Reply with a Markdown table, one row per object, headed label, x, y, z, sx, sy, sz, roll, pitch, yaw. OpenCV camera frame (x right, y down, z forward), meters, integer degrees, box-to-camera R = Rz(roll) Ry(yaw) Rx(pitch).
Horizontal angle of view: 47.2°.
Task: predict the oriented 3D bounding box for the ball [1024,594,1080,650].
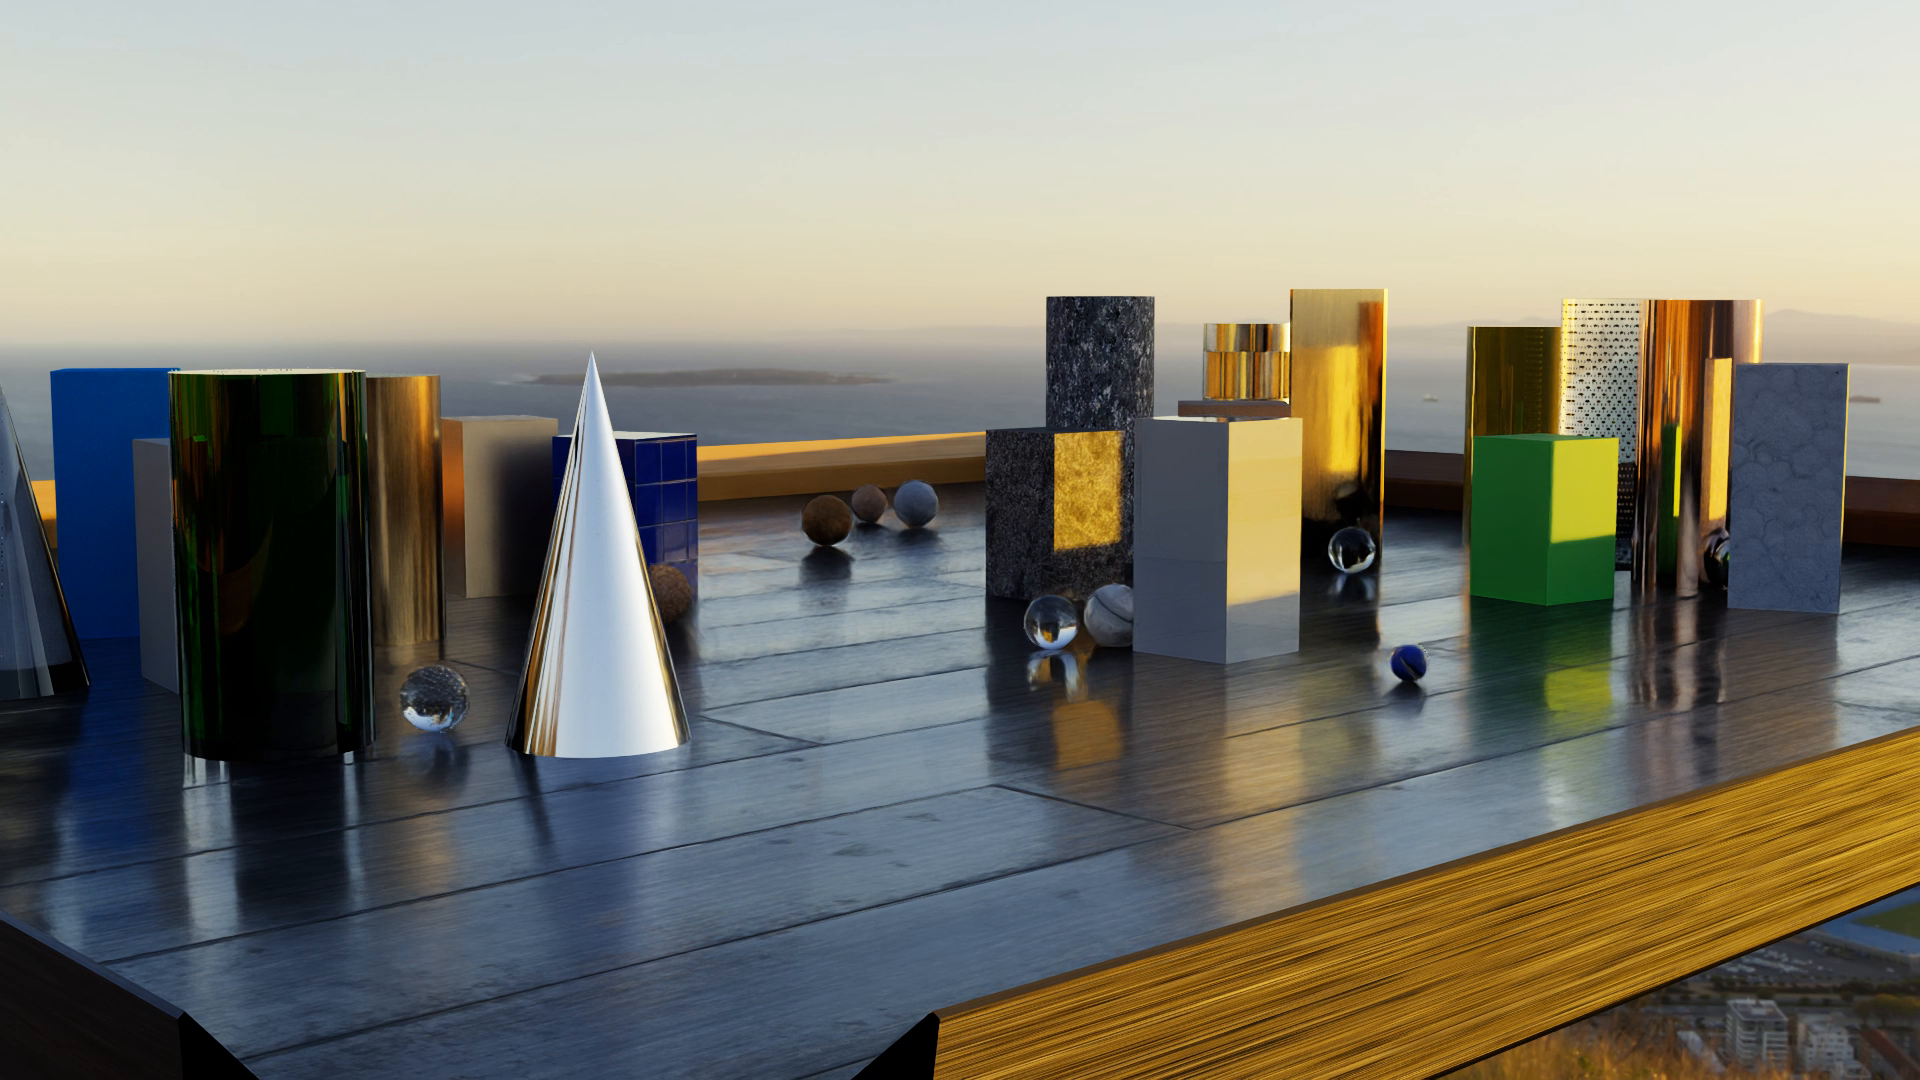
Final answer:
| label | x | y | z | sx | sy | sz | roll | pitch | yaw |
| --- | --- | --- | --- | --- | --- | --- | --- | --- | --- |
| ball | 0.120 | 0.107 | 2.879 | 0.073 | 0.073 | 0.073 | 0 | 6 | 0 |

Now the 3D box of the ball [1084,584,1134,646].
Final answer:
| label | x | y | z | sx | sy | sz | roll | pitch | yaw |
| --- | --- | --- | --- | --- | --- | --- | --- | --- | --- |
| ball | 0.205 | 0.099 | 2.903 | 0.084 | 0.084 | 0.084 | 0 | 6 | 0 |

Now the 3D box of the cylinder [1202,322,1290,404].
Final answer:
| label | x | y | z | sx | sy | sz | roll | pitch | yaw |
| --- | --- | --- | --- | --- | --- | --- | --- | --- | --- |
| cylinder | 0.575 | -0.220 | 4.352 | 0.192 | 0.416 | 0.192 | 0 | 6 | 0 |

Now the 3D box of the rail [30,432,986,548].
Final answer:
| label | x | y | z | sx | sy | sz | roll | pitch | yaw |
| --- | --- | --- | --- | --- | --- | --- | --- | --- | --- |
| rail | -1.145 | -0.098 | 4.566 | 3.695 | 0.125 | 0.045 | -6 | 8 | -42 |

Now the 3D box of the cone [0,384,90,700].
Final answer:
| label | x | y | z | sx | sy | sz | roll | pitch | yaw |
| --- | --- | --- | --- | --- | --- | --- | --- | --- | --- |
| cone | -1.129 | -0.029 | 2.575 | 0.192 | 0.406 | 0.192 | 0 | 6 | 0 |

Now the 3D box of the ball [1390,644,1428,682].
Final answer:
| label | x | y | z | sx | sy | sz | roll | pitch | yaw |
| --- | --- | --- | --- | --- | --- | --- | --- | --- | --- |
| ball | 0.538 | 0.147 | 2.632 | 0.045 | 0.045 | 0.045 | 0 | 6 | 0 |

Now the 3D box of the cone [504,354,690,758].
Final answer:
| label | x | y | z | sx | sy | sz | roll | pitch | yaw |
| --- | --- | --- | --- | --- | --- | --- | --- | --- | --- |
| cone | -0.375 | 0.006 | 2.261 | 0.192 | 0.403 | 0.192 | 0 | 6 | 0 |

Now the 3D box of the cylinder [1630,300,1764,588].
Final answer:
| label | x | y | z | sx | sy | sz | roll | pitch | yaw |
| --- | --- | --- | --- | --- | --- | --- | --- | --- | --- |
| cylinder | 1.198 | -0.160 | 3.575 | 0.192 | 0.458 | 0.192 | 0 | 6 | 0 |

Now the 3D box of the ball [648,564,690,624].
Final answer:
| label | x | y | z | sx | sy | sz | roll | pitch | yaw |
| --- | --- | --- | --- | --- | --- | --- | --- | --- | --- |
| ball | -0.424 | 0.077 | 3.104 | 0.086 | 0.086 | 0.086 | 0 | 6 | 0 |

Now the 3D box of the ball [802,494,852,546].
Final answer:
| label | x | y | z | sx | sy | sz | roll | pitch | yaw |
| --- | --- | --- | --- | --- | --- | --- | --- | --- | --- |
| ball | -0.250 | -0.037 | 4.141 | 0.096 | 0.096 | 0.096 | 0 | 6 | 0 |

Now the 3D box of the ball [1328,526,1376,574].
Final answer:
| label | x | y | z | sx | sy | sz | roll | pitch | yaw |
| --- | --- | --- | --- | --- | --- | --- | --- | --- | --- |
| ball | 0.660 | 0.017 | 3.707 | 0.079 | 0.079 | 0.079 | 0 | 6 | 0 |

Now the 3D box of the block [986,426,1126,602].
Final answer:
| label | x | y | z | sx | sy | sz | roll | pitch | yaw |
| --- | --- | --- | --- | --- | --- | --- | --- | --- | --- |
| block | 0.148 | -0.043 | 3.423 | 0.153 | 0.257 | 0.153 | -5 | 8 | -42 |

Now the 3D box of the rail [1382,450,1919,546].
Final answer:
| label | x | y | z | sx | sy | sz | roll | pitch | yaw |
| --- | --- | --- | --- | --- | --- | --- | --- | --- | --- |
| rail | 1.340 | -0.097 | 4.562 | 0.045 | 0.125 | 3.425 | -6 | 8 | -42 |

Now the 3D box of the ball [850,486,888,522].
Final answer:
| label | x | y | z | sx | sy | sz | roll | pitch | yaw |
| --- | --- | --- | --- | --- | --- | --- | --- | --- | --- |
| ball | -0.190 | -0.076 | 4.601 | 0.077 | 0.077 | 0.077 | 0 | 6 | 0 |

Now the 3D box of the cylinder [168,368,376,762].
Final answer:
| label | x | y | z | sx | sy | sz | roll | pitch | yaw |
| --- | --- | --- | --- | --- | --- | --- | --- | --- | --- |
| cylinder | -0.699 | 0.019 | 2.242 | 0.192 | 0.381 | 0.192 | 0 | 6 | 0 |

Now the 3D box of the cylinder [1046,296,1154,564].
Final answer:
| label | x | y | z | sx | sy | sz | roll | pitch | yaw |
| --- | --- | --- | --- | --- | --- | --- | --- | --- | --- |
| cylinder | 0.248 | -0.199 | 3.916 | 0.192 | 0.466 | 0.192 | 0 | 6 | 0 |

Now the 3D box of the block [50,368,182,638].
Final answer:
| label | x | y | z | sx | sy | sz | roll | pitch | yaw |
| --- | --- | --- | --- | --- | --- | --- | --- | --- | --- |
| block | -1.159 | -0.055 | 3.044 | 0.153 | 0.361 | 0.153 | -2 | 6 | -15 |

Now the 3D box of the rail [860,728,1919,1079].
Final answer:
| label | x | y | z | sx | sy | sz | roll | pitch | yaw |
| --- | --- | --- | --- | --- | --- | --- | --- | --- | --- |
| rail | 1.145 | 0.162 | 2.098 | 3.695 | 0.125 | 0.045 | -6 | 8 | -42 |

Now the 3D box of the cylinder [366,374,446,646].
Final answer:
| label | x | y | z | sx | sy | sz | roll | pitch | yaw |
| --- | --- | --- | --- | --- | --- | --- | --- | --- | --- |
| cylinder | -0.797 | -0.045 | 2.976 | 0.192 | 0.355 | 0.192 | 0 | 6 | 0 |

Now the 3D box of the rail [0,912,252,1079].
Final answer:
| label | x | y | z | sx | sy | sz | roll | pitch | yaw |
| --- | --- | --- | --- | --- | --- | --- | --- | --- | --- |
| rail | -1.340 | 0.162 | 2.102 | 0.045 | 0.125 | 3.425 | -6 | 8 | -42 |

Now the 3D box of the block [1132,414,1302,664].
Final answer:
| label | x | y | z | sx | sy | sz | roll | pitch | yaw |
| --- | --- | --- | --- | --- | --- | --- | --- | --- | --- |
| block | 0.334 | -0.006 | 2.854 | 0.153 | 0.304 | 0.153 | 6 | 8 | 44 |

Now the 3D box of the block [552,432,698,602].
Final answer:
| label | x | y | z | sx | sy | sz | roll | pitch | yaw |
| --- | --- | --- | --- | --- | --- | --- | --- | --- | --- |
| block | -0.504 | -0.031 | 3.325 | 0.153 | 0.255 | 0.153 | 3 | 7 | 29 |

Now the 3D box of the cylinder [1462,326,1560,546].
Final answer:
| label | x | y | z | sx | sy | sz | roll | pitch | yaw |
| --- | --- | --- | --- | --- | --- | --- | --- | --- | --- |
| cylinder | 1.048 | -0.196 | 4.140 | 0.192 | 0.411 | 0.192 | 0 | 6 | 0 |

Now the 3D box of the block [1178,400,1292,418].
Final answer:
| label | x | y | z | sx | sy | sz | roll | pitch | yaw |
| --- | --- | --- | --- | --- | --- | --- | --- | --- | --- |
| block | 0.384 | -0.038 | 3.113 | 0.153 | 0.312 | 0.153 | 1 | 6 | 5 |

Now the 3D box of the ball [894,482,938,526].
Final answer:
| label | x | y | z | sx | sy | sz | roll | pitch | yaw |
| --- | --- | --- | --- | --- | --- | --- | --- | --- | --- |
| ball | -0.090 | -0.074 | 4.510 | 0.092 | 0.092 | 0.092 | 0 | 6 | 0 |

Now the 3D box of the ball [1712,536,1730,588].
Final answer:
| label | x | y | z | sx | sy | sz | roll | pitch | yaw |
| --- | --- | --- | --- | --- | --- | --- | --- | --- | --- |
| ball | 1.232 | 0.036 | 3.457 | 0.094 | 0.094 | 0.094 | 0 | 6 | 0 |

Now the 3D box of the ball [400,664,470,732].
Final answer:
| label | x | y | z | sx | sy | sz | roll | pitch | yaw |
| --- | --- | --- | --- | --- | --- | --- | --- | --- | --- |
| ball | -0.554 | 0.167 | 2.319 | 0.072 | 0.072 | 0.072 | 0 | 6 | 0 |

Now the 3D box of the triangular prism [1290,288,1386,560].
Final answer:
| label | x | y | z | sx | sy | sz | roll | pitch | yaw |
| --- | --- | --- | --- | --- | --- | --- | --- | --- | --- |
| triangular prism | 0.678 | -0.212 | 3.976 | 0.166 | 0.479 | 0.144 | 1 | 6 | 8 |

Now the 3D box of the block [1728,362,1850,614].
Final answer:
| label | x | y | z | sx | sy | sz | roll | pitch | yaw |
| --- | --- | --- | --- | --- | --- | --- | --- | --- | --- |
| block | 1.245 | -0.083 | 3.304 | 0.153 | 0.362 | 0.153 | 3 | 7 | 23 |

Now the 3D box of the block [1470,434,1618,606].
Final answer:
| label | x | y | z | sx | sy | sz | roll | pitch | yaw |
| --- | --- | --- | --- | --- | --- | --- | --- | --- | --- |
| block | 0.902 | -0.035 | 3.399 | 0.153 | 0.247 | 0.153 | -4 | 7 | -34 |

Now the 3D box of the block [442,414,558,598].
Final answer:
| label | x | y | z | sx | sy | sz | roll | pitch | yaw |
| --- | --- | --- | --- | --- | --- | --- | --- | --- | --- |
| block | -0.733 | -0.057 | 3.481 | 0.153 | 0.273 | 0.153 | -4 | 7 | -30 |

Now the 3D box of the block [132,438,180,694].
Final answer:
| label | x | y | z | sx | sy | sz | roll | pitch | yaw |
| --- | --- | --- | --- | --- | --- | --- | --- | --- | --- |
| block | -0.889 | 0.024 | 2.641 | 0.153 | 0.288 | 0.153 | -4 | 7 | -35 |

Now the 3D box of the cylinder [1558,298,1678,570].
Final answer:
| label | x | y | z | sx | sy | sz | roll | pitch | yaw |
| --- | --- | --- | --- | --- | --- | --- | --- | --- | --- |
| cylinder | 1.135 | -0.186 | 3.815 | 0.192 | 0.461 | 0.192 | 0 | 6 | 0 |

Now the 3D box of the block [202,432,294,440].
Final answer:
| label | x | y | z | sx | sy | sz | roll | pitch | yaw |
| --- | --- | --- | --- | --- | --- | --- | --- | --- | --- |
| block | -1.056 | -0.031 | 3.325 | 0.153 | 0.254 | 0.153 | -2 | 6 | -21 |
